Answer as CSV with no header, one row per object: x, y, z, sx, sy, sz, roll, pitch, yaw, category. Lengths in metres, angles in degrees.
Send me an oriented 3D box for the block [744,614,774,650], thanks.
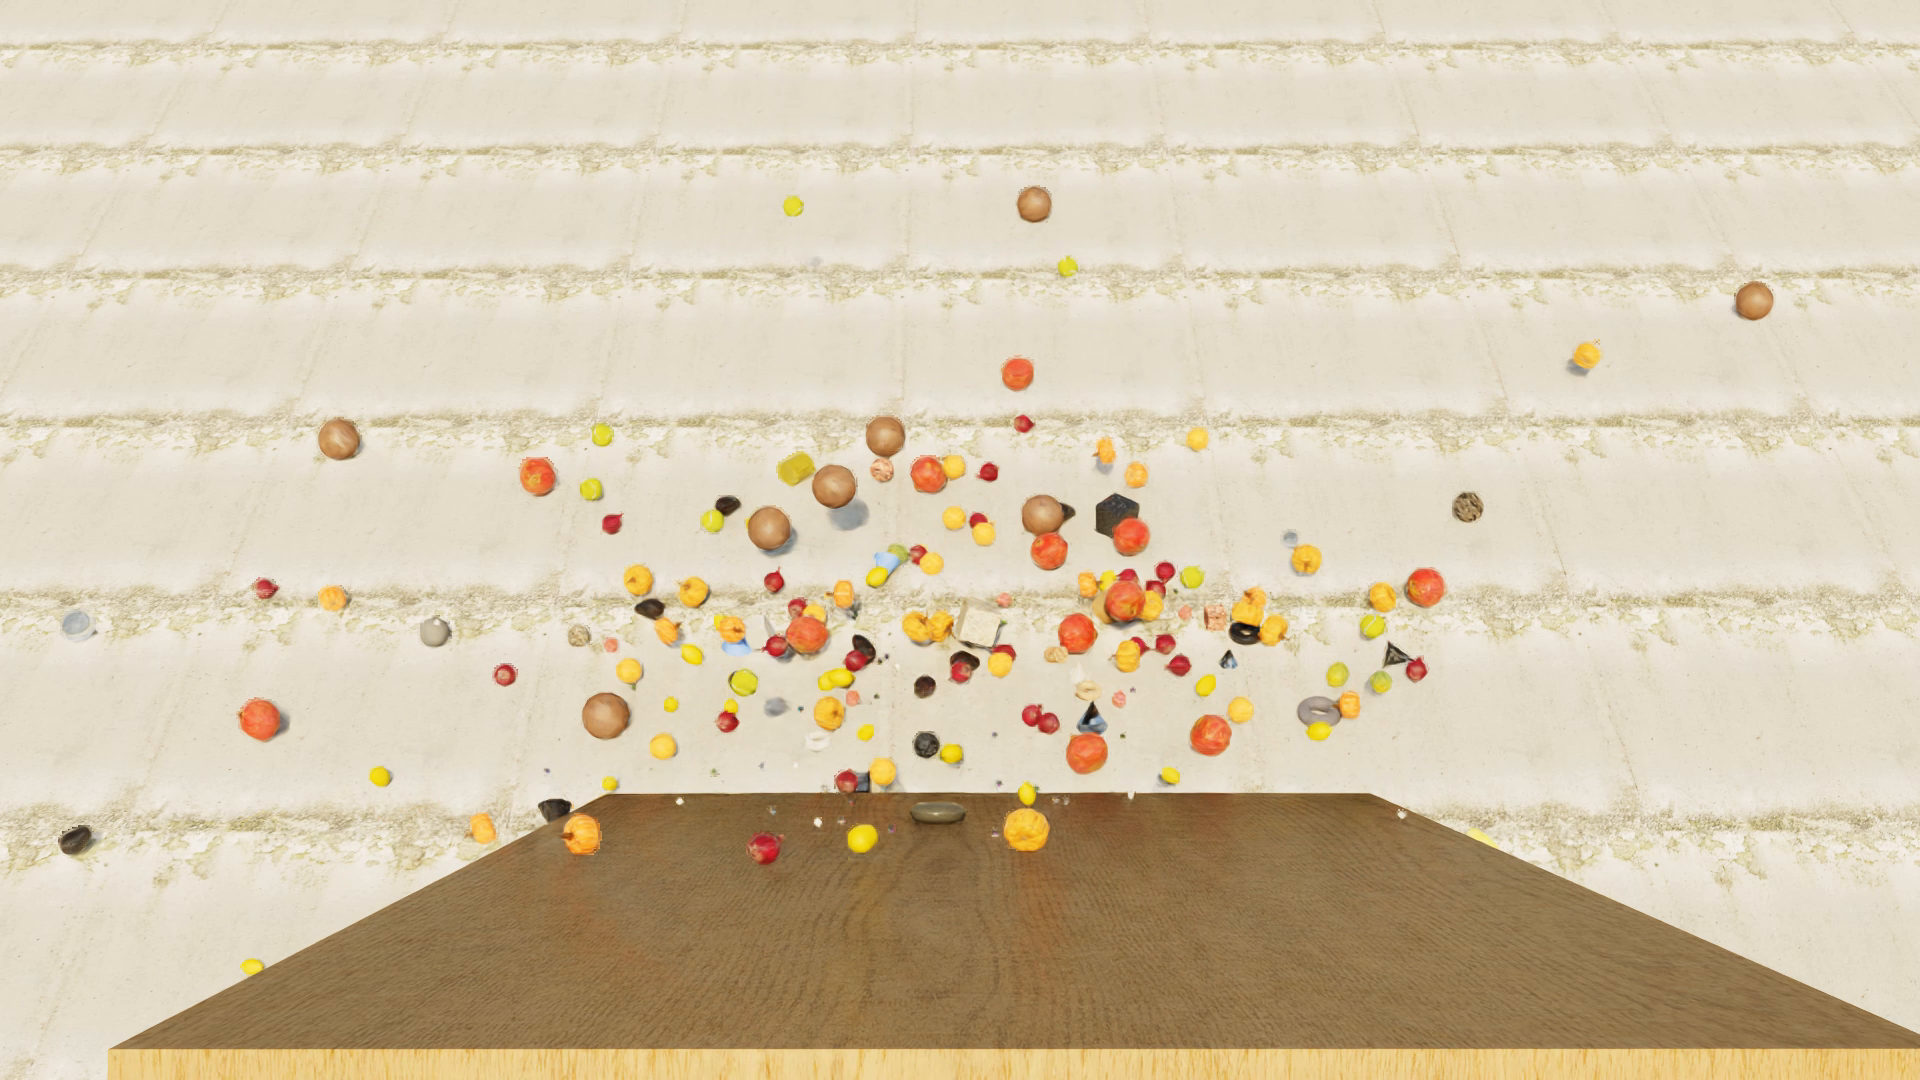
-0.577,0.264,7.433,0.064,0.064,0.064,-17,39,9,block

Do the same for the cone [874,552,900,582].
-0.228,0.092,7.755,0.083,0.083,0.083,10,63,14,cone

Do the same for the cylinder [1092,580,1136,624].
0.448,0.180,7.525,0.098,0.098,0.098,8,66,-18,cylinder

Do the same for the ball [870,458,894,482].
-0.245,-0.221,8.178,0.075,0.075,0.075,0,34,0,ball

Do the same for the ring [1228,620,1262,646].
0.825,0.268,7.501,0.101,0.034,0.101,1,35,-1,ring

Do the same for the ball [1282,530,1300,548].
1.005,-0.001,7.877,0.053,0.053,0.053,0,34,0,ball

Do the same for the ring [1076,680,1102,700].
0.361,0.423,7.283,0.077,0.026,0.077,1,36,0,ring

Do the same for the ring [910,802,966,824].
-0.050,0.617,5.868,0.125,0.042,0.125,1,-3,0,ring

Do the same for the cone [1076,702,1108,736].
0.364,0.477,7.149,0.088,0.088,0.088,0,34,0,cone

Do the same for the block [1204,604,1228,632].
0.742,0.225,7.546,0.054,0.054,0.054,-6,35,-9,block

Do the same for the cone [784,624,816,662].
-0.447,0.309,7.430,0.099,0.099,0.099,-11,61,-15,cone

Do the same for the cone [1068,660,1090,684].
0.339,0.362,7.338,0.063,0.063,0.063,0,34,0,cone

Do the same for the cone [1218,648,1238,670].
0.765,0.329,7.392,0.056,0.056,0.056,0,34,0,cone

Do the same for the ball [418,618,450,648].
-1.510,0.265,7.458,0.087,0.087,0.087,0,34,0,ball

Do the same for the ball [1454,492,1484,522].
1.564,-0.101,7.987,0.092,0.092,0.092,0,34,0,ball

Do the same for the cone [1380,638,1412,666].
1.247,0.332,7.372,0.082,0.082,0.082,17,33,-11,cone

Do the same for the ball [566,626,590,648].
-1.098,0.276,7.462,0.064,0.064,0.064,0,34,0,ball

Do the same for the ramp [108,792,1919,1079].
0.076,0.658,4.811,2.000,0.100,4.000,0,-2,0,ramp

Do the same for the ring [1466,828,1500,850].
1.350,0.789,6.670,0.040,0.121,0.121,-47,39,9,ring

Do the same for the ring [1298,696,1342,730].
0.995,0.478,7.189,0.124,0.041,0.124,0,34,0,ring

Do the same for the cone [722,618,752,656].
-0.638,0.265,7.449,0.098,0.098,0.098,0,34,0,cone

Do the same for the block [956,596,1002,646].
0.052,0.230,7.346,0.098,0.098,0.098,14,17,-11,block

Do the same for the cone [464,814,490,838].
-1.271,0.761,6.771,0.064,0.064,0.064,-36,38,5,cone

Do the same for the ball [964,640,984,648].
0.047,0.270,7.453,0.084,0.084,0.084,0,34,0,ball

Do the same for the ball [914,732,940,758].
-0.091,0.557,7.047,0.072,0.072,0.072,0,34,0,ball

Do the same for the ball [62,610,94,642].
-2.540,0.250,7.477,0.092,0.092,0.092,0,34,0,ball

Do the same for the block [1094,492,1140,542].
0.480,-0.070,7.940,0.095,0.095,0.095,26,42,33,block

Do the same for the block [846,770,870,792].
-0.272,0.640,6.894,0.053,0.053,0.053,0,-2,-11,block

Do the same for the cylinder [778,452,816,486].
-0.514,-0.224,8.175,0.081,0.081,0.081,28,44,35,cylinder

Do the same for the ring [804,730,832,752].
-0.388,0.549,7.098,0.077,0.026,0.077,-1,34,1,ring
